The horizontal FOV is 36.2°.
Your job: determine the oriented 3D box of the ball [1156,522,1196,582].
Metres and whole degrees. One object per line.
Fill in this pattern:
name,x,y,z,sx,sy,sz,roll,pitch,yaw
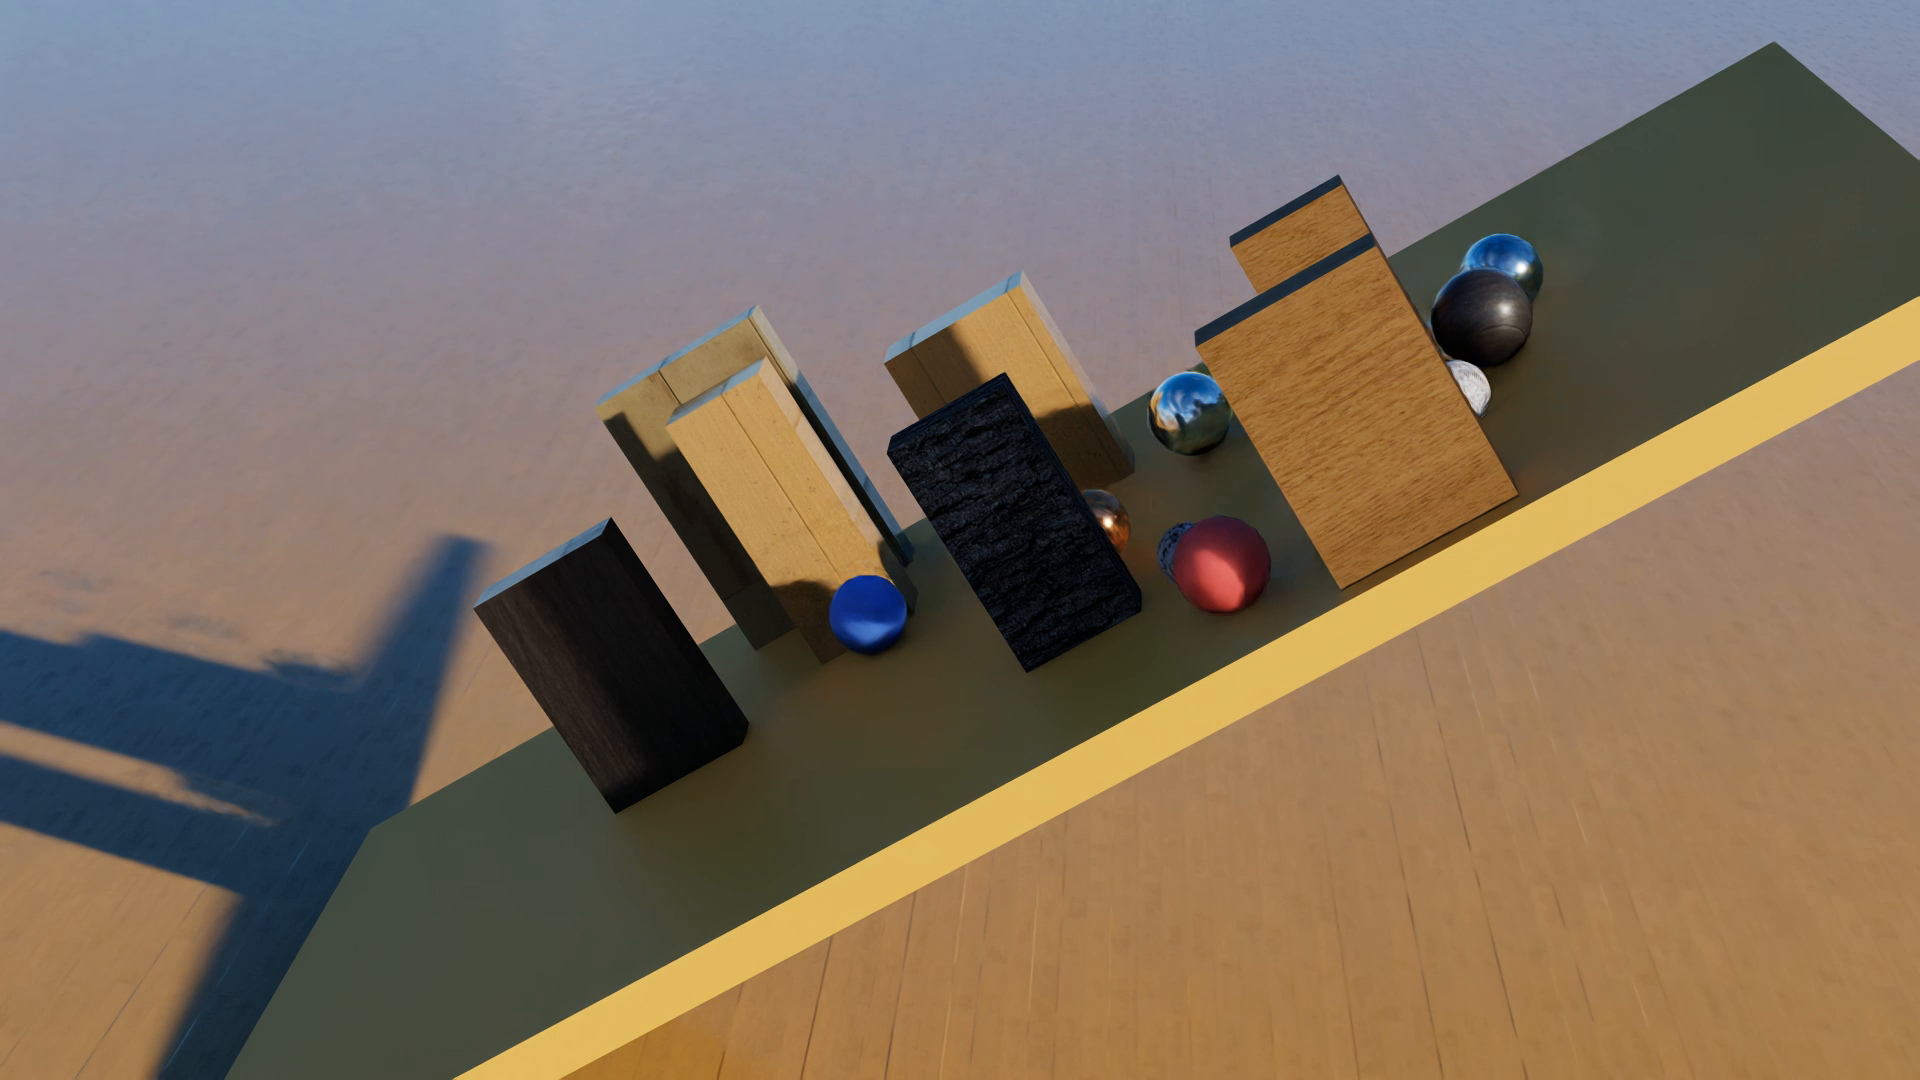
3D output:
ball,0.442,0.027,5.685,0.123,0.123,0.123,0,19,0

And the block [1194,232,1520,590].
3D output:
block,0.698,-0.223,5.180,0.355,0.521,0.106,-29,15,13

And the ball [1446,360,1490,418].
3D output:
ball,0.949,-0.280,5.624,0.129,0.129,0.129,0,19,0

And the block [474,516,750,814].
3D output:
block,-0.764,0.279,6.480,0.338,0.564,0.122,-29,15,13

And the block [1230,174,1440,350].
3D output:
block,0.765,-0.451,5.852,0.248,0.483,0.097,-29,15,13

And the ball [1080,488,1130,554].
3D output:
ball,0.269,-0.027,5.995,0.156,0.156,0.156,0,19,0

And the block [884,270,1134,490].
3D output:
block,0.115,-0.296,6.649,0.354,0.503,0.141,-29,15,13

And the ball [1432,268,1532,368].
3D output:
ball,1.034,-0.441,5.830,0.199,0.199,0.199,0,19,0

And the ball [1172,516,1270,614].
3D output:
ball,0.482,0.046,5.426,0.181,0.181,0.181,0,19,0

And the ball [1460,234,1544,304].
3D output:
ball,1.116,-0.546,6.061,0.170,0.170,0.170,0,19,0

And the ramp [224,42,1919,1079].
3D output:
ramp,0.141,0.168,6.288,4.000,0.100,2.000,-29,15,13

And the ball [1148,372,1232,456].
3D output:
ball,0.503,-0.276,6.420,0.183,0.183,0.183,0,19,0

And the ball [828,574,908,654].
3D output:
ball,-0.203,0.163,6.473,0.173,0.173,0.173,0,19,0

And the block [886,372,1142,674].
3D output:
block,0.110,-0.032,5.762,0.262,0.526,0.114,-29,15,13

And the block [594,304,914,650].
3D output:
block,-0.484,-0.144,6.989,0.443,0.705,0.103,-29,15,13

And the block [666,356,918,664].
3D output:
block,-0.373,-0.064,6.609,0.245,0.652,0.145,-29,15,13
